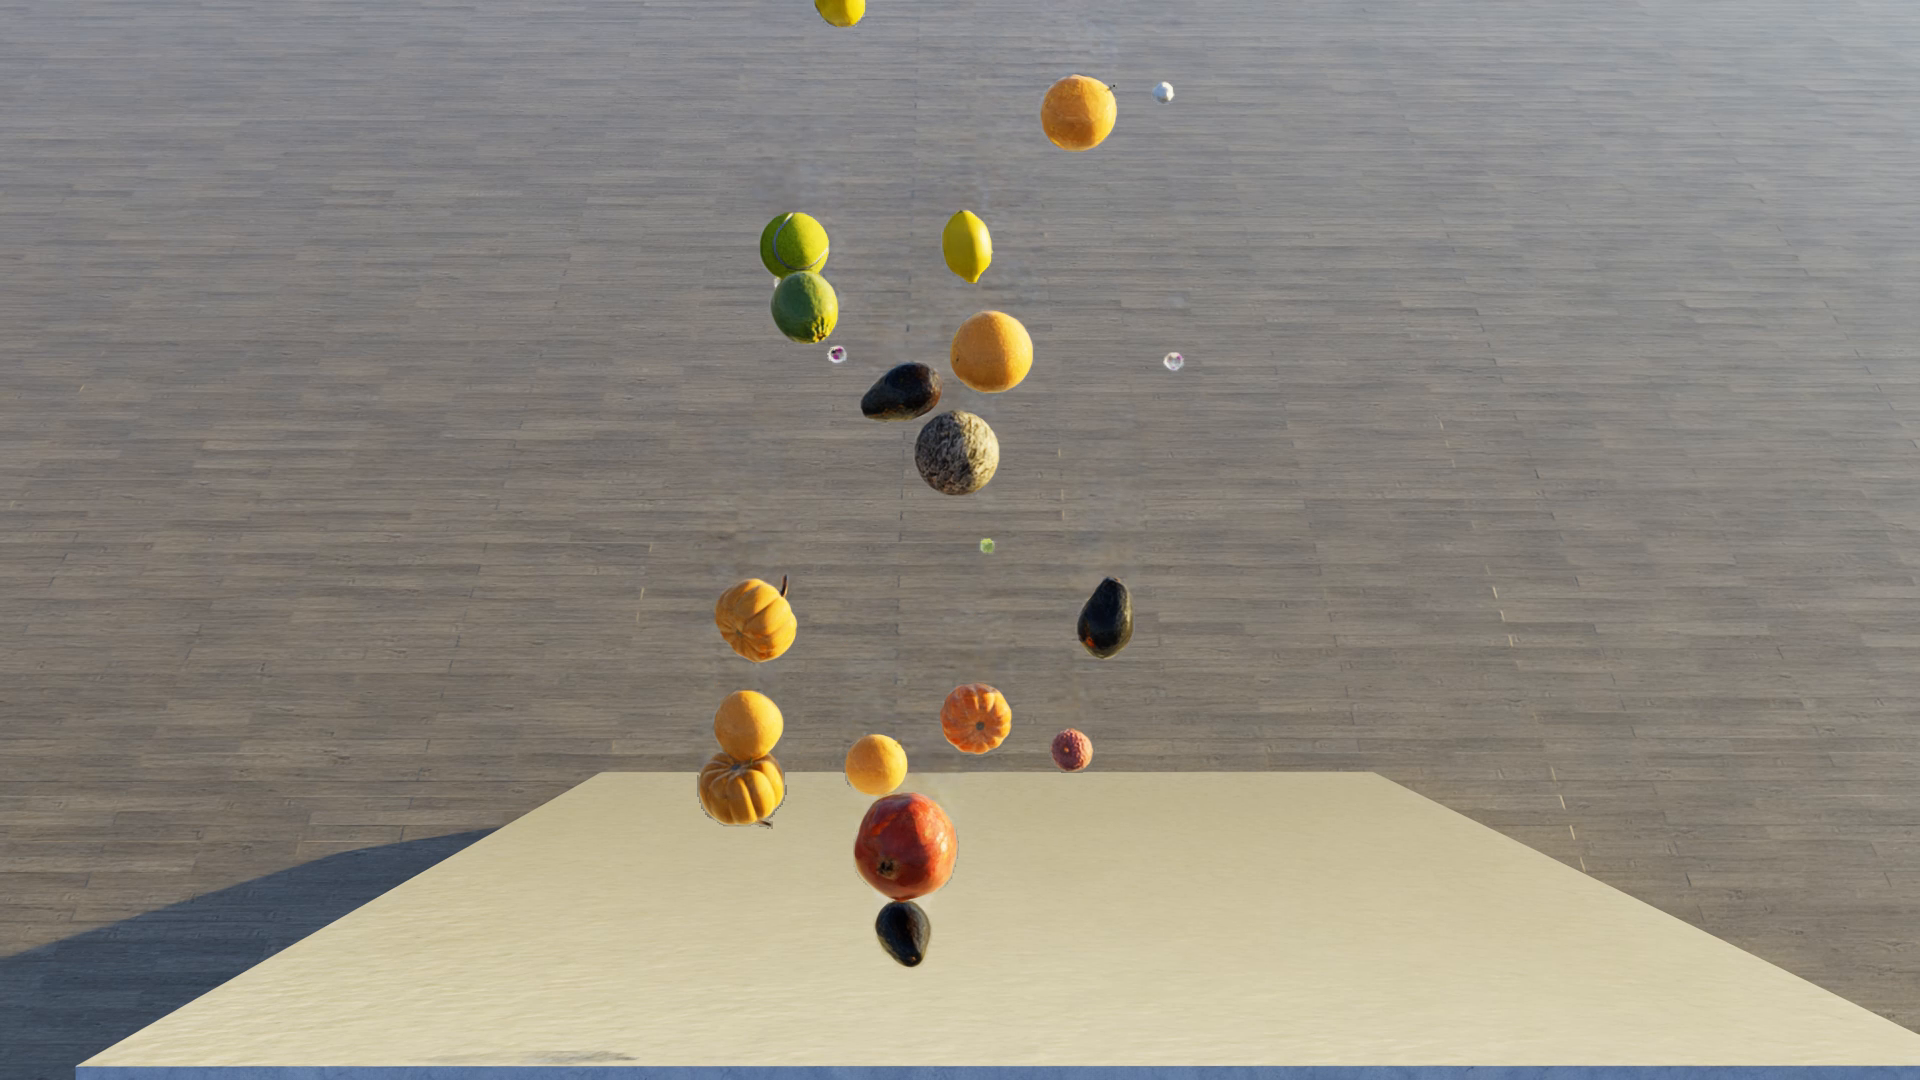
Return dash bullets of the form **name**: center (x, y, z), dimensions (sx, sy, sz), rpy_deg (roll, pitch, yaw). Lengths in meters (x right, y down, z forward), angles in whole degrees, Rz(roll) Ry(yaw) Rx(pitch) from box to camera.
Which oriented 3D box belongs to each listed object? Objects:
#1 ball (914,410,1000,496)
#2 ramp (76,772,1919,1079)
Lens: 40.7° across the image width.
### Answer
- **ball**: center (-0.003, -0.095, 2.837), dimensions (0.093, 0.093, 0.093), rpy_deg (0, 32, 0)
- **ramp**: center (0.071, 0.626, 4.718), dimensions (2.000, 0.100, 4.000), rpy_deg (0, -1, 0)
